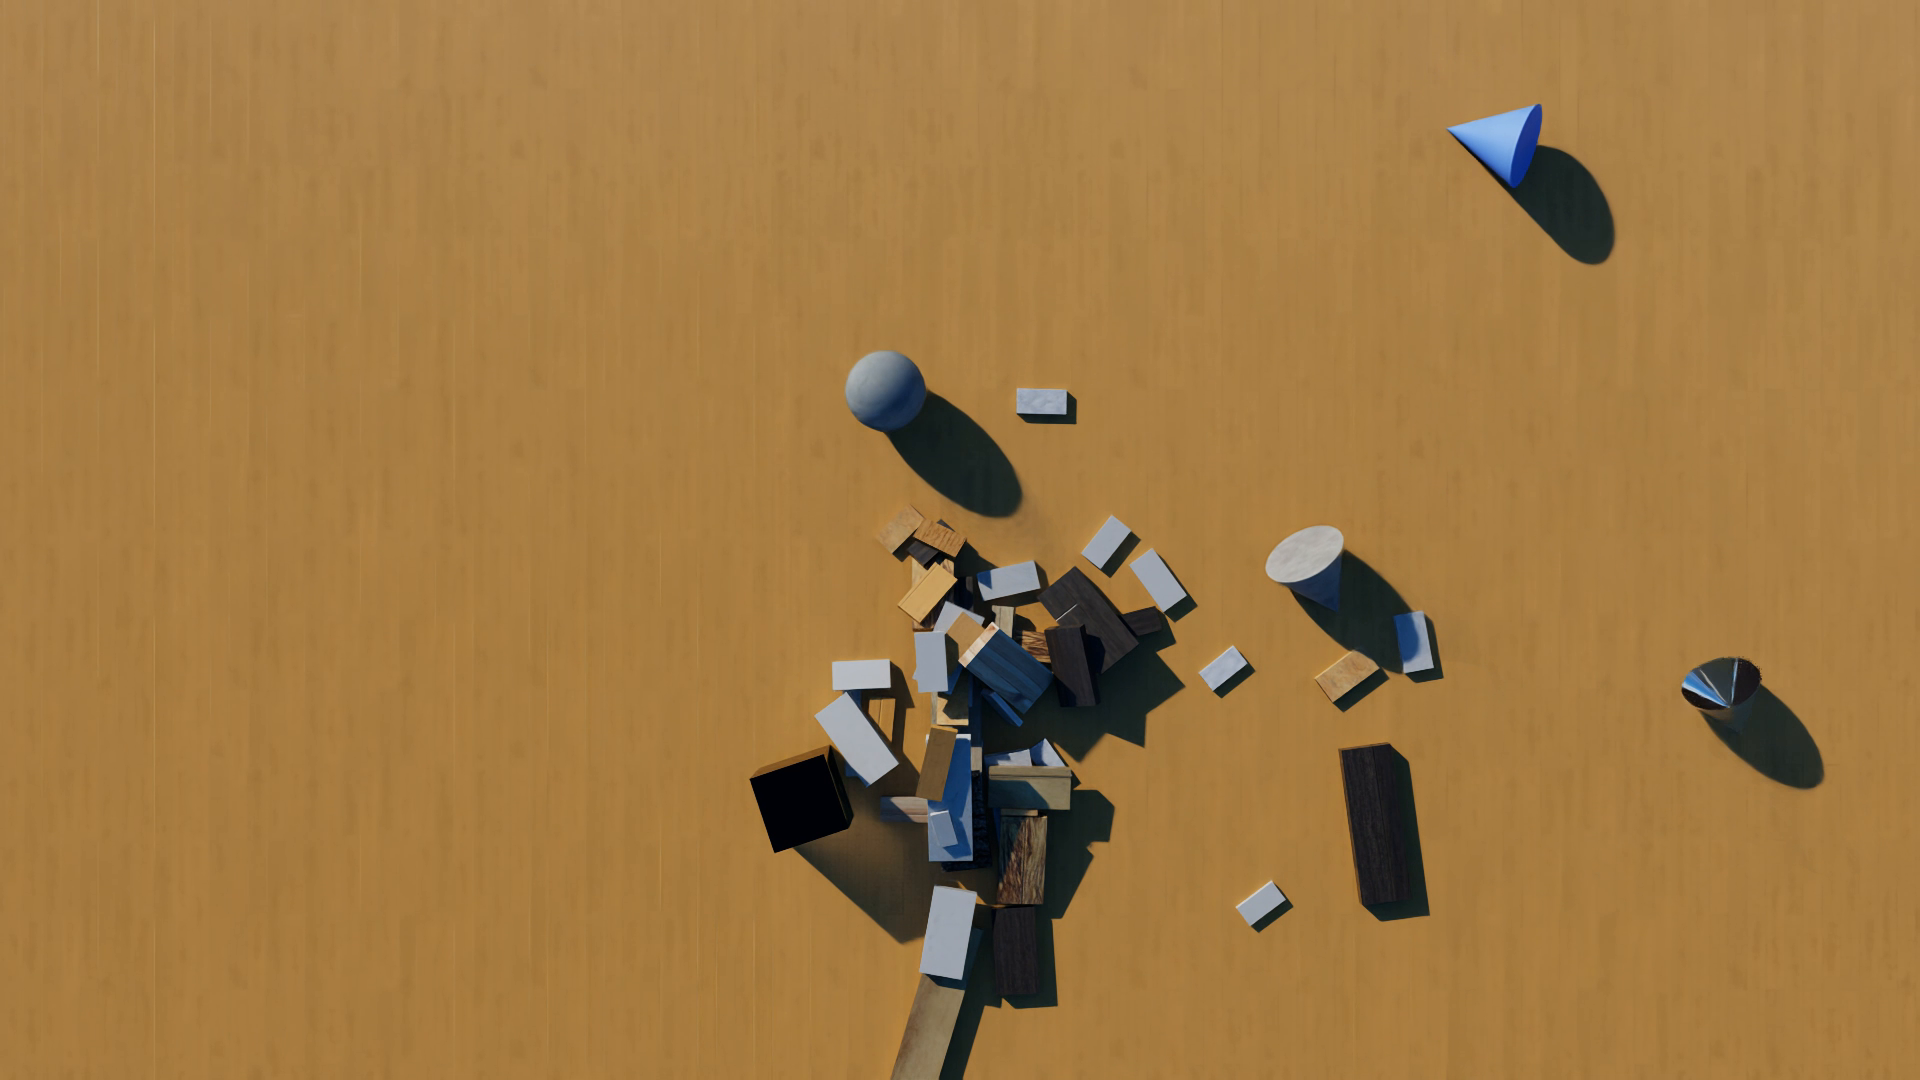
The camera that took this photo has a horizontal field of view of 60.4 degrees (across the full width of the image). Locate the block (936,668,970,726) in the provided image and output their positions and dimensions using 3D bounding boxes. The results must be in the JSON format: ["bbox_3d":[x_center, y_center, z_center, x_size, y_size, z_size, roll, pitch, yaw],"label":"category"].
[{"bbox_3d":[-0.023,0.506,5.388,0.102,0.029,0.203,1,72,0],"label":"block"}]

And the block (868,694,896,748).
[{"bbox_3d":[-0.264,0.605,5.488,0.085,0.024,0.169,5,90,0],"label":"block"}]

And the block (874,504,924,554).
[{"bbox_3d":[-0.199,-0.039,5.489,0.159,0.023,0.080,-45,90,0],"label":"block"}]

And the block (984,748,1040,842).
[{"bbox_3d":[0.179,0.852,5.467,0.152,0.043,0.303,-10,95,0],"label":"block"}]

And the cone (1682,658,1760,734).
[{"bbox_3d":[2.546,0.559,5.446,0.243,0.243,0.243,-33,117,0],"label":"cone"}]

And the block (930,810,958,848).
[{"bbox_3d":[-0.050,0.933,5.333,0.060,0.017,0.120,-14,107,5],"label":"block"}]

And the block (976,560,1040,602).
[{"bbox_3d":[0.160,0.135,5.486,0.197,0.027,0.095,-13,90,0],"label":"block"}]

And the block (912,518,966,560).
[{"bbox_3d":[-0.066,-0.005,5.436,0.159,0.023,0.080,26,68,12],"label":"block"}]

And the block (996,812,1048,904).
[{"bbox_3d":[0.204,1.051,5.445,0.152,0.043,0.303,2,102,-2],"label":"block"}]

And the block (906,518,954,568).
[{"bbox_3d":[-0.091,0.010,5.454,0.080,0.023,0.159,42,72,18],"label":"block"}]

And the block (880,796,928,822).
[{"bbox_3d":[-0.179,0.895,5.488,0.169,0.024,0.085,1,90,0],"label":"block"}]

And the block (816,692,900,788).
[{"bbox_3d":[-0.340,0.659,5.459,0.134,0.038,0.293,-37,87,5],"label":"block"}]

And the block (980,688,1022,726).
[{"bbox_3d":[0.137,0.552,5.434,0.022,0.077,0.153,-48,114,-17],"label":"block"}]

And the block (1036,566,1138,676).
[{"bbox_3d":[0.423,0.266,5.447,0.166,0.047,0.331,-39,80,2],"label":"block"}]

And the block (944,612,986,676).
[{"bbox_3d":[-0.012,0.334,5.313,0.095,0.027,0.191,37,93,-2],"label":"block"}]

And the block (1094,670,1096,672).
[{"bbox_3d":[0.461,0.391,5.490,0.179,0.021,0.074,-34,90,0],"label":"block"}]

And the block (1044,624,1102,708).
[{"bbox_3d":[0.370,0.414,5.422,0.134,0.038,0.268,-6,101,33],"label":"block"}]

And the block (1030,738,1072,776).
[{"bbox_3d":[0.297,0.743,5.489,0.077,0.022,0.153,-36,90,0],"label":"block"}]

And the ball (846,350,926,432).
[{"bbox_3d":[-0.242,-0.484,5.369,0.261,0.261,0.261,0,90,0],"label":"ball"}]

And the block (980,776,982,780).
[{"bbox_3d":[-0.008,0.827,5.476,0.166,0.047,0.332,0,90,0],"label":"block"}]

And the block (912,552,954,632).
[{"bbox_3d":[-0.088,0.165,5.428,0.136,0.039,0.273,-1,70,0],"label":"block"}]

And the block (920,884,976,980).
[{"bbox_3d":[-0.039,1.292,5.437,0.143,0.040,0.285,10,90,0],"label":"block"}]

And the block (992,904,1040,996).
[{"bbox_3d":[0.184,1.362,5.480,0.143,0.040,0.285,-4,90,0],"label":"block"}]

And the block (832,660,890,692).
[{"bbox_3d":[-0.327,0.449,5.473,0.191,0.027,0.095,-2,74,0],"label":"block"}]

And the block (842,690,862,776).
[{"bbox_3d":[-0.356,0.626,5.492,0.060,0.017,0.320,-2,90,0],"label":"block"}]

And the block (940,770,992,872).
[{"bbox_3d":[0.002,0.923,5.406,0.166,0.047,0.332,-7,107,2],"label":"block"}]

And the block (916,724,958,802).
[{"bbox_3d":[-0.075,0.712,5.260,0.085,0.024,0.248,12,107,-3],"label":"block"}]

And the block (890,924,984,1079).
[{"bbox_3d":[-0.086,1.571,5.479,0.152,0.043,0.629,17,90,0],"label":"block"}]

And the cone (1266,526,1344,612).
[{"bbox_3d":[1.192,0.144,5.439,0.272,0.272,0.272,-35,117,0],"label":"cone"}]

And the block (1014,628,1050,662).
[{"bbox_3d":[0.268,0.355,5.486,0.191,0.027,0.095,7,90,0],"label":"block"}]

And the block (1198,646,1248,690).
[{"bbox_3d":[0.875,0.427,5.490,0.148,0.021,0.074,-38,90,0],"label":"block"}]

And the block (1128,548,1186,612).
[{"bbox_3d":[0.657,0.133,5.486,0.096,0.027,0.193,-36,90,0],"label":"block"}]

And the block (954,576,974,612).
[{"bbox_3d":[-0.023,0.258,5.435,0.136,0.039,0.273,-2,70,0],"label":"block"}]

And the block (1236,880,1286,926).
[{"bbox_3d":[1.001,1.209,5.490,0.148,0.021,0.074,-37,90,0],"label":"block"}]

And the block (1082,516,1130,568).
[{"bbox_3d":[0.486,0.007,5.488,0.082,0.023,0.165,39,90,0],"label":"block"}]

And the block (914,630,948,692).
[{"bbox_3d":[-0.092,0.391,5.290,0.095,0.027,0.191,-4,93,1],"label":"block"}]

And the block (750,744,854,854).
[{"bbox_3d":[-0.512,0.839,5.375,0.250,0.250,0.250,-18,90,0],"label":"block"}]

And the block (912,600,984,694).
[{"bbox_3d":[-0.038,0.350,5.347,0.136,0.039,0.273,24,93,-1],"label":"block"}]

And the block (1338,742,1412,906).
[{"bbox_3d":[1.378,0.941,5.477,0.166,0.047,0.517,-8,90,0],"label":"block"}]

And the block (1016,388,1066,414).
[{"bbox_3d":[0.271,-0.460,5.488,0.165,0.023,0.082,1,90,0],"label":"block"}]

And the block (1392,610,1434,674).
[{"bbox_3d":[1.508,0.338,5.486,0.096,0.027,0.193,-10,90,0],"label":"block"}]

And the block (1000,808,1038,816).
[{"bbox_3d":[0.193,0.889,5.418,0.120,0.060,0.017,1,94,-1],"label":"block"}]

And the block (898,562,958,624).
[{"bbox_3d":[-0.106,0.174,5.390,0.095,0.027,0.191,38,75,13],"label":"block"}]

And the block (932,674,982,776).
[{"bbox_3d":[-0.012,0.609,5.441,0.166,0.047,0.332,0,77,0],"label":"block"}]

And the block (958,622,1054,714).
[{"bbox_3d":[0.158,0.420,5.379,0.166,0.047,0.331,-49,128,0],"label":"block"}]

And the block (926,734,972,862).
[{"bbox_3d":[-0.033,0.835,5.332,0.143,0.040,0.432,-1,108,1],"label":"block"}]

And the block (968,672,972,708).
[{"bbox_3d":[-0.008,0.448,5.437,0.102,0.029,0.203,1,72,0],"label":"block"}]

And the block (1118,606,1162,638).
[{"bbox_3d":[0.579,0.279,5.476,0.165,0.023,0.082,-14,82,-5],"label":"block"}]

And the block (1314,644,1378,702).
[{"bbox_3d":[1.286,0.443,5.486,0.193,0.027,0.096,-36,90,0],"label":"block"}]

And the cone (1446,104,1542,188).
[{"bbox_3d":[1.734,-1.329,5.439,0.272,0.272,0.272,22,90,27],"label":"cone"}]

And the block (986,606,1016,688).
[{"bbox_3d":[0.137,0.358,5.475,0.076,0.022,0.276,4,90,23],"label":"block"}]

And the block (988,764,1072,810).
[{"bbox_3d":[0.228,0.813,5.423,0.268,0.038,0.134,2,94,-1],"label":"block"}]
